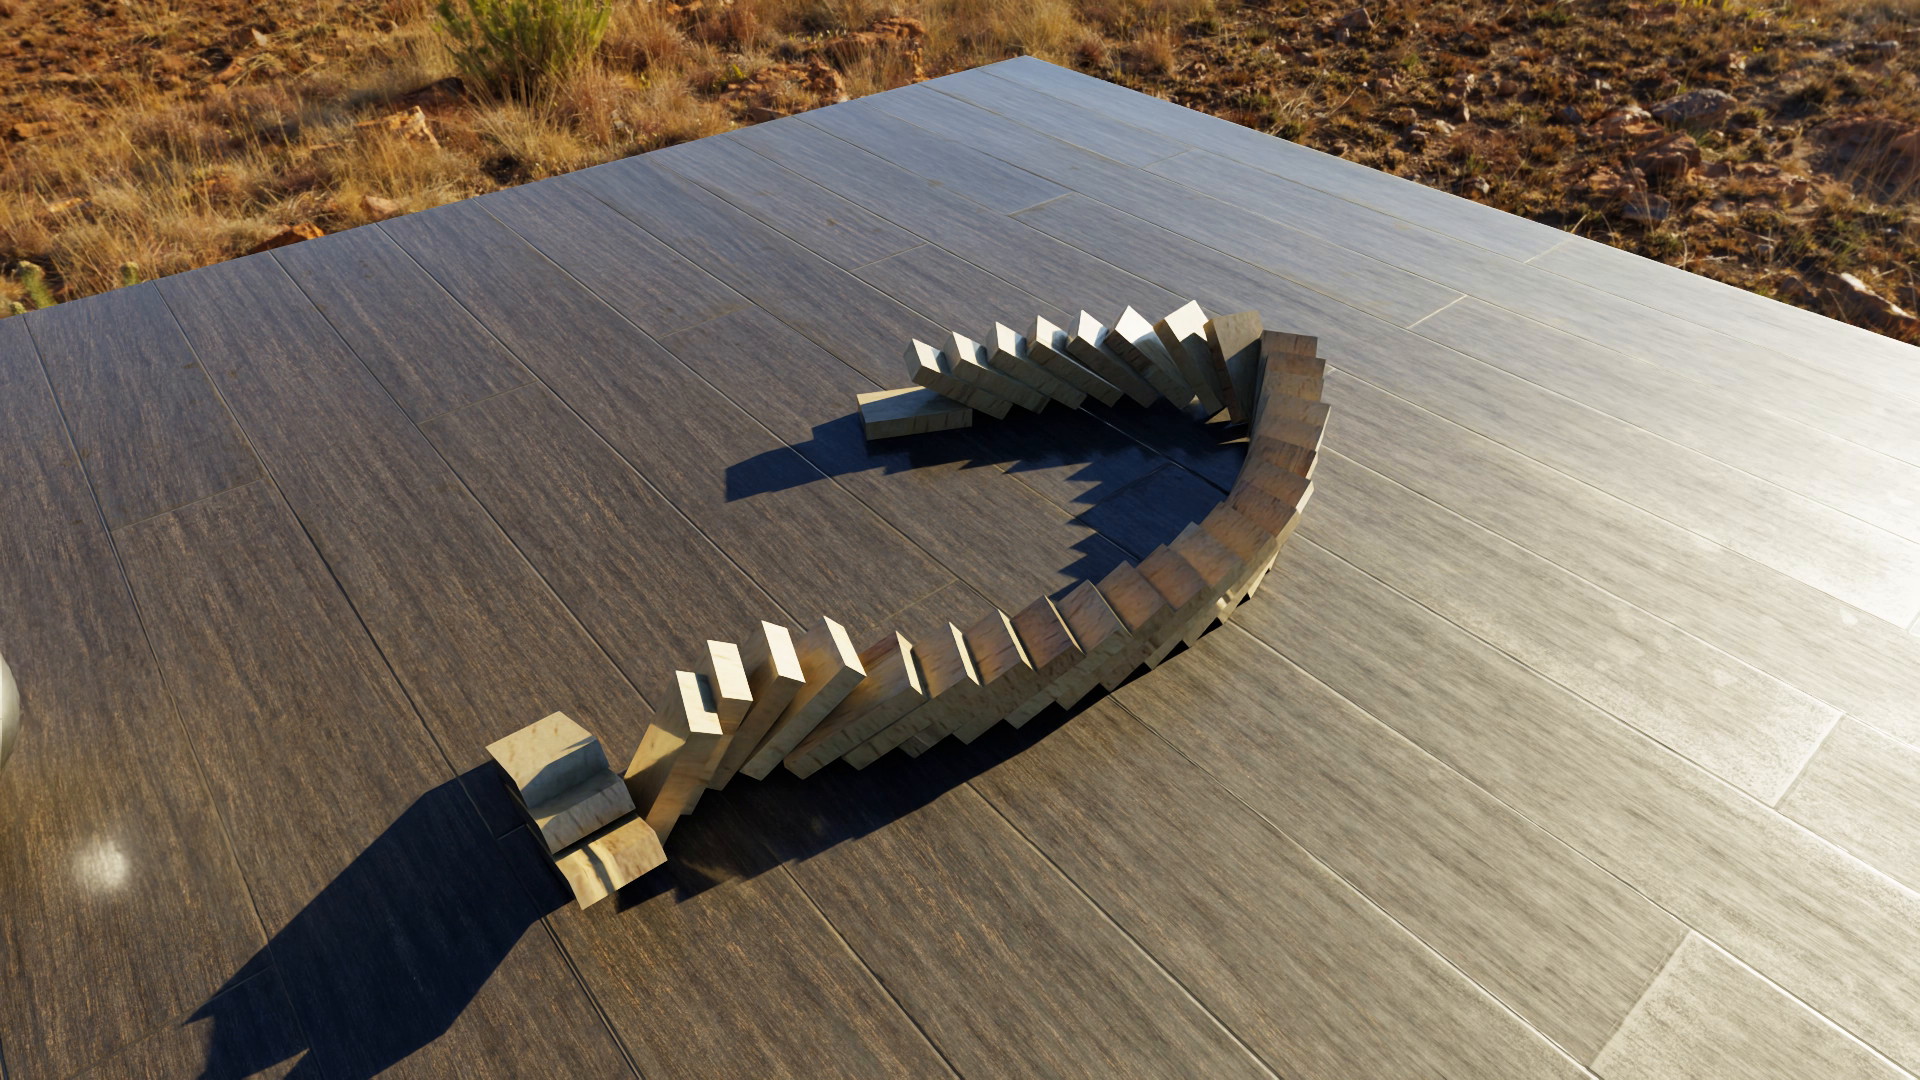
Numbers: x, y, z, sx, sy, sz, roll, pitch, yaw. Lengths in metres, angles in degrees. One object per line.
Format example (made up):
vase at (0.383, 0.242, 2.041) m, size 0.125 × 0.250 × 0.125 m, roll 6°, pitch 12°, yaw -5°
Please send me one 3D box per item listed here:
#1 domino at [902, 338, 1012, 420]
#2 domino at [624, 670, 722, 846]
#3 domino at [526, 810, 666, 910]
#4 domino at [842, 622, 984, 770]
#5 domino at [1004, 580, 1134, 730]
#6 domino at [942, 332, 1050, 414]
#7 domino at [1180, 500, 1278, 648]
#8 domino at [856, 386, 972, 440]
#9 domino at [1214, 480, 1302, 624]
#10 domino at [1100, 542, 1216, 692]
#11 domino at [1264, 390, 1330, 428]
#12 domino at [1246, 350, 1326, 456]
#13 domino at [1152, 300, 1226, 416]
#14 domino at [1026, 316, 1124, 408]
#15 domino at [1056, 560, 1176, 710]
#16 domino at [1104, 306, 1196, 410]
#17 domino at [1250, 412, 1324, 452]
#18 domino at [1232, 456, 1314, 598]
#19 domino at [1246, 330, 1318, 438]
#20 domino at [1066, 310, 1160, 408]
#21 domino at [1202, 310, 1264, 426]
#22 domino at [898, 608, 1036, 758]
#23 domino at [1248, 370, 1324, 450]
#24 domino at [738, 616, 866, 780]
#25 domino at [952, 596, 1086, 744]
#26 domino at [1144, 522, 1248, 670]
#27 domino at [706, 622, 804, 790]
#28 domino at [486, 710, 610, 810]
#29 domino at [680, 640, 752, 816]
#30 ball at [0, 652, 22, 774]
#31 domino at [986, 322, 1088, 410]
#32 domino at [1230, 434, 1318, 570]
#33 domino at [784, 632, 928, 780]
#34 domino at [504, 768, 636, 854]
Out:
domino at (-0.001, -0.075, 0.515) m, size 0.050 × 0.009 × 0.025 m, roll 20°, pitch 30°, yaw -27°
domino at (-0.088, 0.067, 0.331) m, size 0.009 × 0.050 × 0.025 m, roll 13°, pitch 30°, yaw -34°
domino at (-0.106, 0.088, 0.319) m, size 0.025 × 0.010 × 0.050 m, roll -27°, pitch 19°, yaw -29°
domino at (-0.018, 0.051, 0.361) m, size 0.050 × 0.010 × 0.025 m, roll -34°, pitch 40°, yaw 11°
domino at (0.032, 0.039, 0.375) m, size 0.050 × 0.010 × 0.025 m, roll -39°, pitch 44°, yaw 7°
domino at (0.017, -0.079, 0.520) m, size 0.050 × 0.010 × 0.025 m, roll 20°, pitch 32°, yaw -26°
domino at (0.091, 0.012, 0.407) m, size 0.050 × 0.009 × 0.025 m, roll -49°, pitch 53°, yaw -2°
domino at (-0.022, -0.061, 0.518) m, size 0.050 × 0.010 × 0.025 m, roll -9°, pitch 40°, yaw -11°
domino at (0.103, 0.004, 0.417) m, size 0.025 × 0.010 × 0.050 m, roll 35°, pitch 85°, yaw 34°
domino at (0.063, 0.027, 0.389) m, size 0.050 × 0.010 × 0.025 m, roll -43°, pitch 47°, yaw 3°
domino at (0.137, -0.036, 0.466) m, size 0.025 × 0.010 × 0.050 m, roll 18°, pitch 79°, yaw 20°
domino at (0.146, -0.059, 0.492) m, size 0.025 × 0.010 × 0.050 m, roll 13°, pitch 77°, yaw 11°
domino at (0.116, -0.087, 0.526) m, size 0.025 × 0.010 × 0.050 m, roll -34°, pitch 92°, yaw -35°
domino at (0.055, -0.086, 0.528) m, size 0.050 × 0.010 × 0.025 m, roll 28°, pitch 36°, yaw -16°
domino at (0.047, 0.033, 0.383) m, size 0.050 × 0.009 × 0.025 m, roll -42°, pitch 46°, yaw 4°
domino at (0.094, -0.088, 0.529) m, size 0.050 × 0.009 × 0.025 m, roll 40°, pitch 43°, yaw -8°
domino at (0.129, -0.026, 0.454) m, size 0.025 × 0.009 × 0.050 m, roll 19°, pitch 78°, yaw 22°
domino at (0.114, -0.005, 0.429) m, size 0.025 × 0.010 × 0.050 m, roll 28°, pitch 82°, yaw 29°
domino at (0.148, -0.070, 0.506) m, size 0.025 × 0.009 × 0.050 m, roll 9°, pitch 77°, yaw 5°
domino at (0.074, -0.087, 0.528) m, size 0.050 × 0.009 × 0.025 m, roll 33°, pitch 37°, yaw -16°
domino at (0.134, -0.081, 0.518) m, size 0.025 × 0.009 × 0.050 m, roll -13°, pitch 84°, yaw -17°
domino at (-0.001, 0.048, 0.365) m, size 0.050 × 0.009 × 0.025 m, roll -36°, pitch 41°, yaw 9°
domino at (0.141, -0.048, 0.479) m, size 0.025 × 0.009 × 0.050 m, roll 12°, pitch 77°, yaw 14°
domino at (-0.054, 0.051, 0.356) m, size 0.050 × 0.010 × 0.025 m, roll -45°, pitch 41°, yaw 10°
domino at (0.015, 0.043, 0.370) m, size 0.050 × 0.010 × 0.025 m, roll -37°, pitch 43°, yaw 8°
domino at (0.077, 0.020, 0.398) m, size 0.050 × 0.009 × 0.025 m, roll -47°, pitch 50°, yaw 0°
domino at (-0.070, 0.053, 0.351) m, size 0.009 × 0.050 × 0.025 m, roll 23°, pitch 25°, yaw -37°
domino at (-0.129, 0.067, 0.342) m, size 0.025 × 0.009 × 0.050 m, roll -27°, pitch 16°, yaw -29°
domino at (-0.081, 0.059, 0.341) m, size 0.009 × 0.050 × 0.025 m, roll 13°, pitch 30°, yaw -33°
ball at (-0.327, 0.054, 0.321) m, size 0.080 × 0.080 × 0.080 m, roll 0°, pitch 39°, yaw 0°
domino at (0.036, -0.083, 0.525) m, size 0.050 × 0.009 × 0.025 m, roll 25°, pitch 34°, yaw -21°
domino at (0.122, -0.016, 0.441) m, size 0.025 × 0.009 × 0.050 m, roll 22°, pitch 79°, yaw 24°
domino at (-0.036, 0.054, 0.358) m, size 0.050 × 0.010 × 0.025 m, roll -34°, pitch 40°, yaw 11°
domino at (-0.118, 0.077, 0.331) m, size 0.025 × 0.009 × 0.050 m, roll -27°, pitch 16°, yaw -29°
